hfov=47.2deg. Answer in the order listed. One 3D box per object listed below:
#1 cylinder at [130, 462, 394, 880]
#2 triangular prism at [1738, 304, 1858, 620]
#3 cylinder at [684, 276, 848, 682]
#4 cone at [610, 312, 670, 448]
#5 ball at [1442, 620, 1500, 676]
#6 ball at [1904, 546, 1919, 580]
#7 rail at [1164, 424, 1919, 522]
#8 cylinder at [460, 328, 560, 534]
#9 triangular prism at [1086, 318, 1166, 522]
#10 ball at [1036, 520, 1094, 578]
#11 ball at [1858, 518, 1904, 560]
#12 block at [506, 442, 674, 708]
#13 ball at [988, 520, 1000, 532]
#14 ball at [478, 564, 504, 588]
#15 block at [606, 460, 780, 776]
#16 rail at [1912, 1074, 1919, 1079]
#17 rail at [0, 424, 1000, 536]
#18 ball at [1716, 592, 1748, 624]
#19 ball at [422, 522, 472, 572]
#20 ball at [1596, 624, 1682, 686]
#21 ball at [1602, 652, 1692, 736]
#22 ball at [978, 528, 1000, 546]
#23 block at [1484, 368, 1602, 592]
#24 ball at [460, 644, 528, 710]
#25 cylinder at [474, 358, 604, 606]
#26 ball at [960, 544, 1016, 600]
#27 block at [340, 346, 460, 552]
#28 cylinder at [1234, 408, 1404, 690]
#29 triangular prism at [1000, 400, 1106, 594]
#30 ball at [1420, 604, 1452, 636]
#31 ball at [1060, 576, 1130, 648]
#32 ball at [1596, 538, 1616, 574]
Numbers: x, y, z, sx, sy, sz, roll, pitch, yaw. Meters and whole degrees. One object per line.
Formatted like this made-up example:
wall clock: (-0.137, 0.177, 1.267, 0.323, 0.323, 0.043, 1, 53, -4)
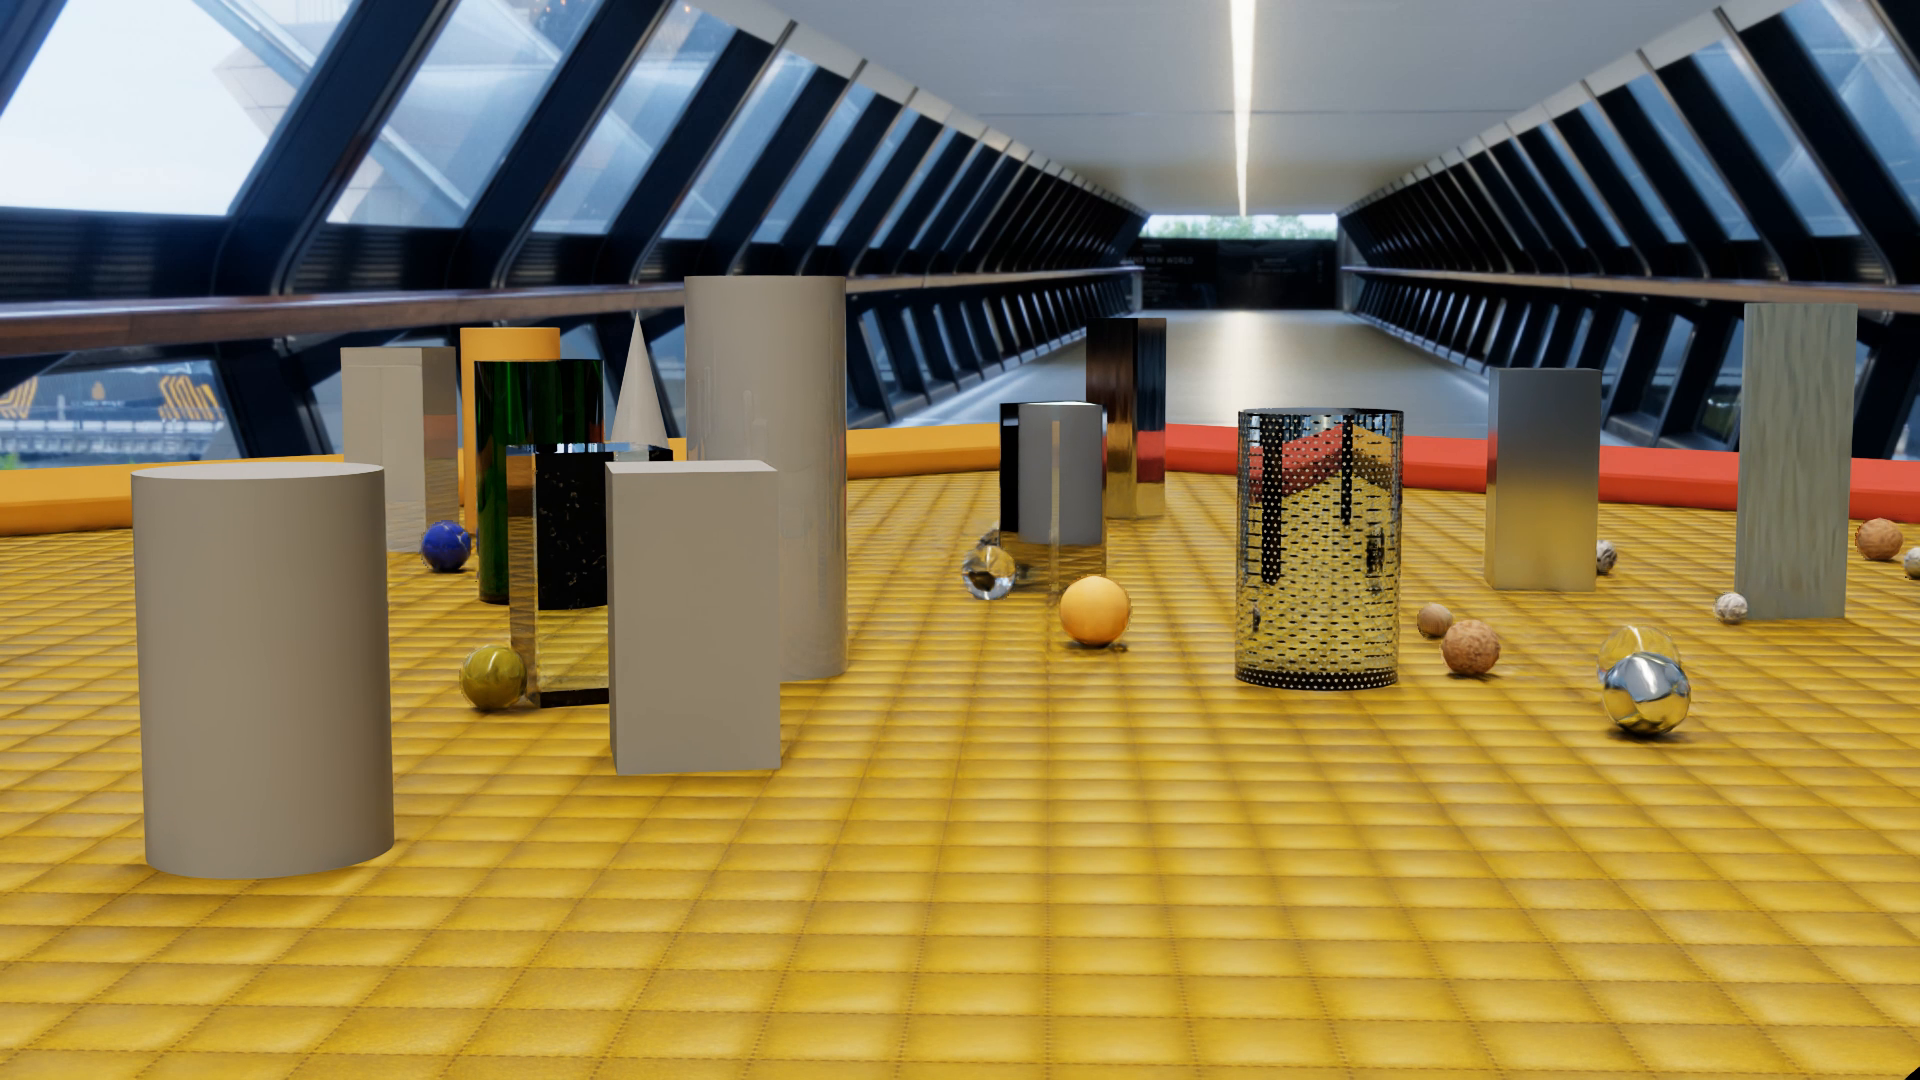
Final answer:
cylinder: (-0.571, 0.100, 1.808, 0.197, 0.315, 0.197, 0, 6, 0)
triangular prism: (1.191, -0.120, 3.235, 0.171, 0.455, 0.148, -1, 6, -12)
cylinder: (-0.238, -0.080, 2.711, 0.197, 0.485, 0.197, 0, 6, 0)
cone: (-0.569, -0.183, 3.901, 0.197, 0.443, 0.197, 0, 6, 0)
ball: (0.624, 0.131, 2.685, 0.069, 0.069, 0.069, 0, 6, 0)
ball: (1.590, 0.039, 3.636, 0.056, 0.056, 0.056, 0, 6, 0)
rail: (1.709, -0.130, 4.900, 0.045, 0.128, 4.077, -5, 8, -42)
cylinder: (-0.906, -0.224, 4.453, 0.197, 0.409, 0.197, 0, 6, 0)
triangular prism: (0.383, -0.264, 4.743, 0.148, 0.428, 0.171, -4, 7, -33)
ball: (0.177, 0.014, 3.674, 0.097, 0.097, 0.097, 0, 6, 0)
ball: (1.641, -0.001, 3.922, 0.076, 0.076, 0.076, 0, 6, 0)
block: (-0.429, 0.036, 2.555, 0.158, 0.287, 0.158, -3, 6, -23)
ball: (0.092, 0.006, 3.741, 0.099, 0.099, 0.099, 0, 6, 0)
ball: (-0.754, 0.058, 3.529, 0.040, 0.040, 0.040, 0, 6, 0)
block: (-0.268, 0.072, 2.189, 0.158, 0.291, 0.158, -1, 6, -11)
rail: (1.366, 0.187, 1.859, 4.698, 0.128, 0.045, -5, 8, -42)
rail: (-1.366, -0.121, 4.805, 4.698, 0.128, 0.045, -5, 8, -42)
ball: (1.101, 0.097, 3.136, 0.044, 0.044, 0.044, 0, 6, 0)
ball: (-0.878, 0.011, 3.760, 0.084, 0.084, 0.084, 0, 6, 0)
ball: (0.764, 0.142, 2.474, 0.093, 0.093, 0.093, 0, 6, 0)
ball: (0.719, 0.162, 2.303, 0.089, 0.089, 0.089, 0, 6, 0)
ball: (0.064, 0.019, 3.544, 0.075, 0.075, 0.075, 0, 6, 0)
block: (0.939, -0.101, 3.553, 0.158, 0.350, 0.158, 1, 6, 8)
ball: (-0.519, 0.154, 2.451, 0.073, 0.073, 0.073, 0, 6, 0)
cylinder: (-0.647, -0.094, 3.401, 0.197, 0.368, 0.197, 0, 6, 0)
ball: (0.044, 0.050, 3.386, 0.086, 0.086, 0.086, 0, 6, 0)
block: (-1.048, -0.173, 4.125, 0.158, 0.376, 0.158, 1, 6, 10)
cylinder: (0.433, 0.006, 2.661, 0.197, 0.324, 0.197, 0, 6, 0)
triangular prism: (0.164, -0.071, 3.524, 0.171, 0.298, 0.148, 2, 6, 16)
ball: (0.652, 0.110, 3.011, 0.045, 0.045, 0.045, 0, 6, 0)
ball: (0.179, 0.095, 2.916, 0.094, 0.094, 0.094, 0, 6, 0)
ball: (1.080, 0.028, 3.720, 0.060, 0.060, 0.060, 0, 6, 0)
